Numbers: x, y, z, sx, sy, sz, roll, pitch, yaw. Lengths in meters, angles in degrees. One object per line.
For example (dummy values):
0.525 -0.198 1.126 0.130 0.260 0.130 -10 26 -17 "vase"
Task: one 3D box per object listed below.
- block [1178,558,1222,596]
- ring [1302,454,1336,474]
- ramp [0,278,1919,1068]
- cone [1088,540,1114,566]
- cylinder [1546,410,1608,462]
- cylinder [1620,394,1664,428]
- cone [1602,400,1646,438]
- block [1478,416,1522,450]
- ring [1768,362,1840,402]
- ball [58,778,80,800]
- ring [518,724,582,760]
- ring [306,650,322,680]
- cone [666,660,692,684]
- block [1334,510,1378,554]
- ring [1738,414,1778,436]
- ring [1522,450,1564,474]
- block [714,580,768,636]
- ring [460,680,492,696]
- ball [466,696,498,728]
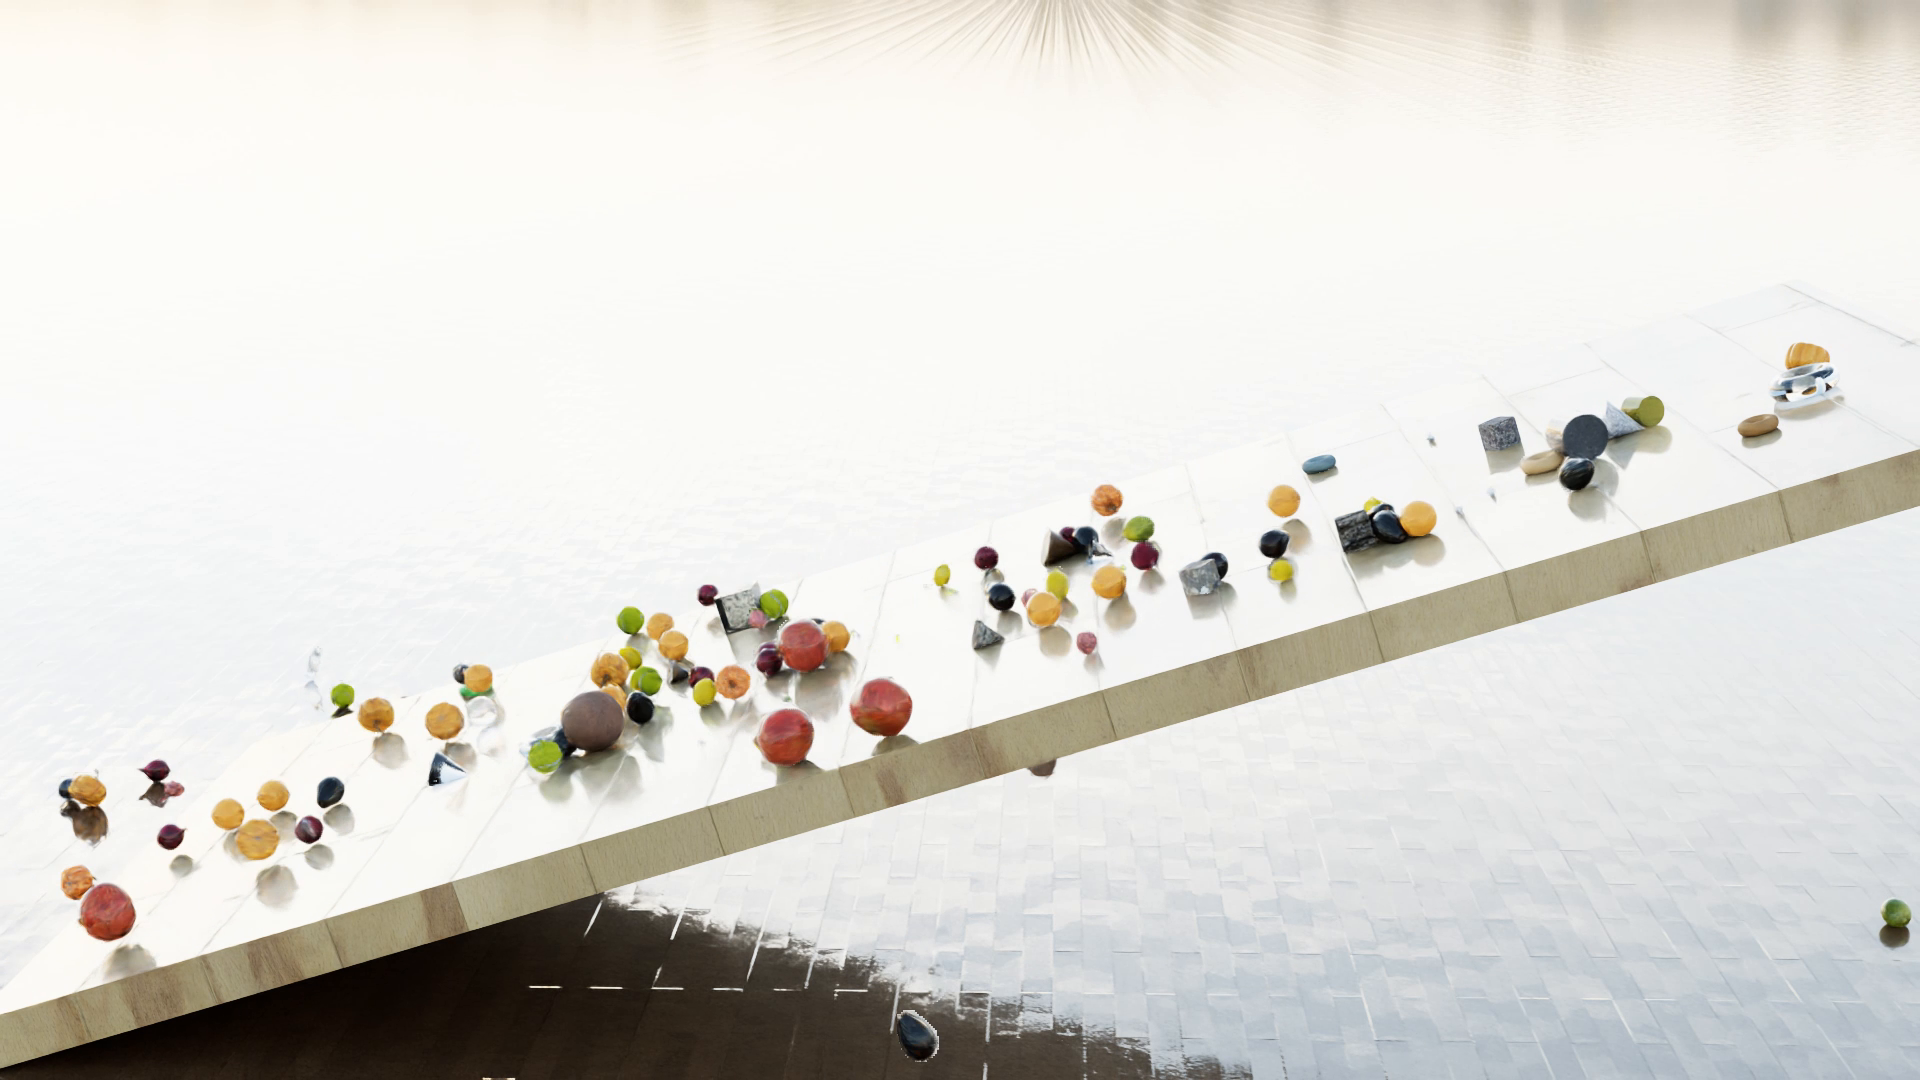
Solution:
0.474 0.075 5.821 0.054 0.054 0.054 -9 13 41 "block"
0.810 -0.171 6.639 0.080 0.027 0.080 -17 11 4 "ring"
0.097 0.184 6.314 4.000 0.100 2.000 -17 10 5 "ramp"
0.311 0.032 6.406 0.057 0.057 0.057 9 11 -5 "cone"
1.242 -0.211 5.922 0.097 0.097 0.097 -2 8 -9 "cylinder"
1.400 -0.265 6.033 0.064 0.064 0.064 -5 10 -22 "cylinder"
1.359 -0.236 6.017 0.088 0.088 0.088 12 13 8 "cone"
1.150 -0.227 6.273 0.058 0.058 0.058 -22 11 -23 "block"
1.684 -0.315 5.868 0.143 0.048 0.143 -18 10 3 "ring"
-2.212 0.618 7.301 0.054 0.054 0.054 0 11 0 "ball"
-0.869 0.428 6.241 0.139 0.046 0.139 -16 10 3 "ring"
-1.871 0.360 8.505 0.030 0.089 0.089 17 7 -16 "ring"
-0.621 0.298 6.570 0.057 0.057 0.057 7 8 -22 "cone"
0.775 -0.016 5.769 0.064 0.064 0.064 -17 10 5 "block"
1.539 -0.221 5.672 0.080 0.027 0.080 -17 12 4 "ring"
1.175 -0.156 5.933 0.089 0.030 0.089 -17 12 4 "ring"
-0.515 0.159 6.941 0.091 0.091 0.091 -16 10 10 "block"
-1.179 0.361 7.168 0.083 0.028 0.083 -12 11 2 "ring"
-1.094 0.393 6.723 0.070 0.070 0.070 0 11 0 "ball"
